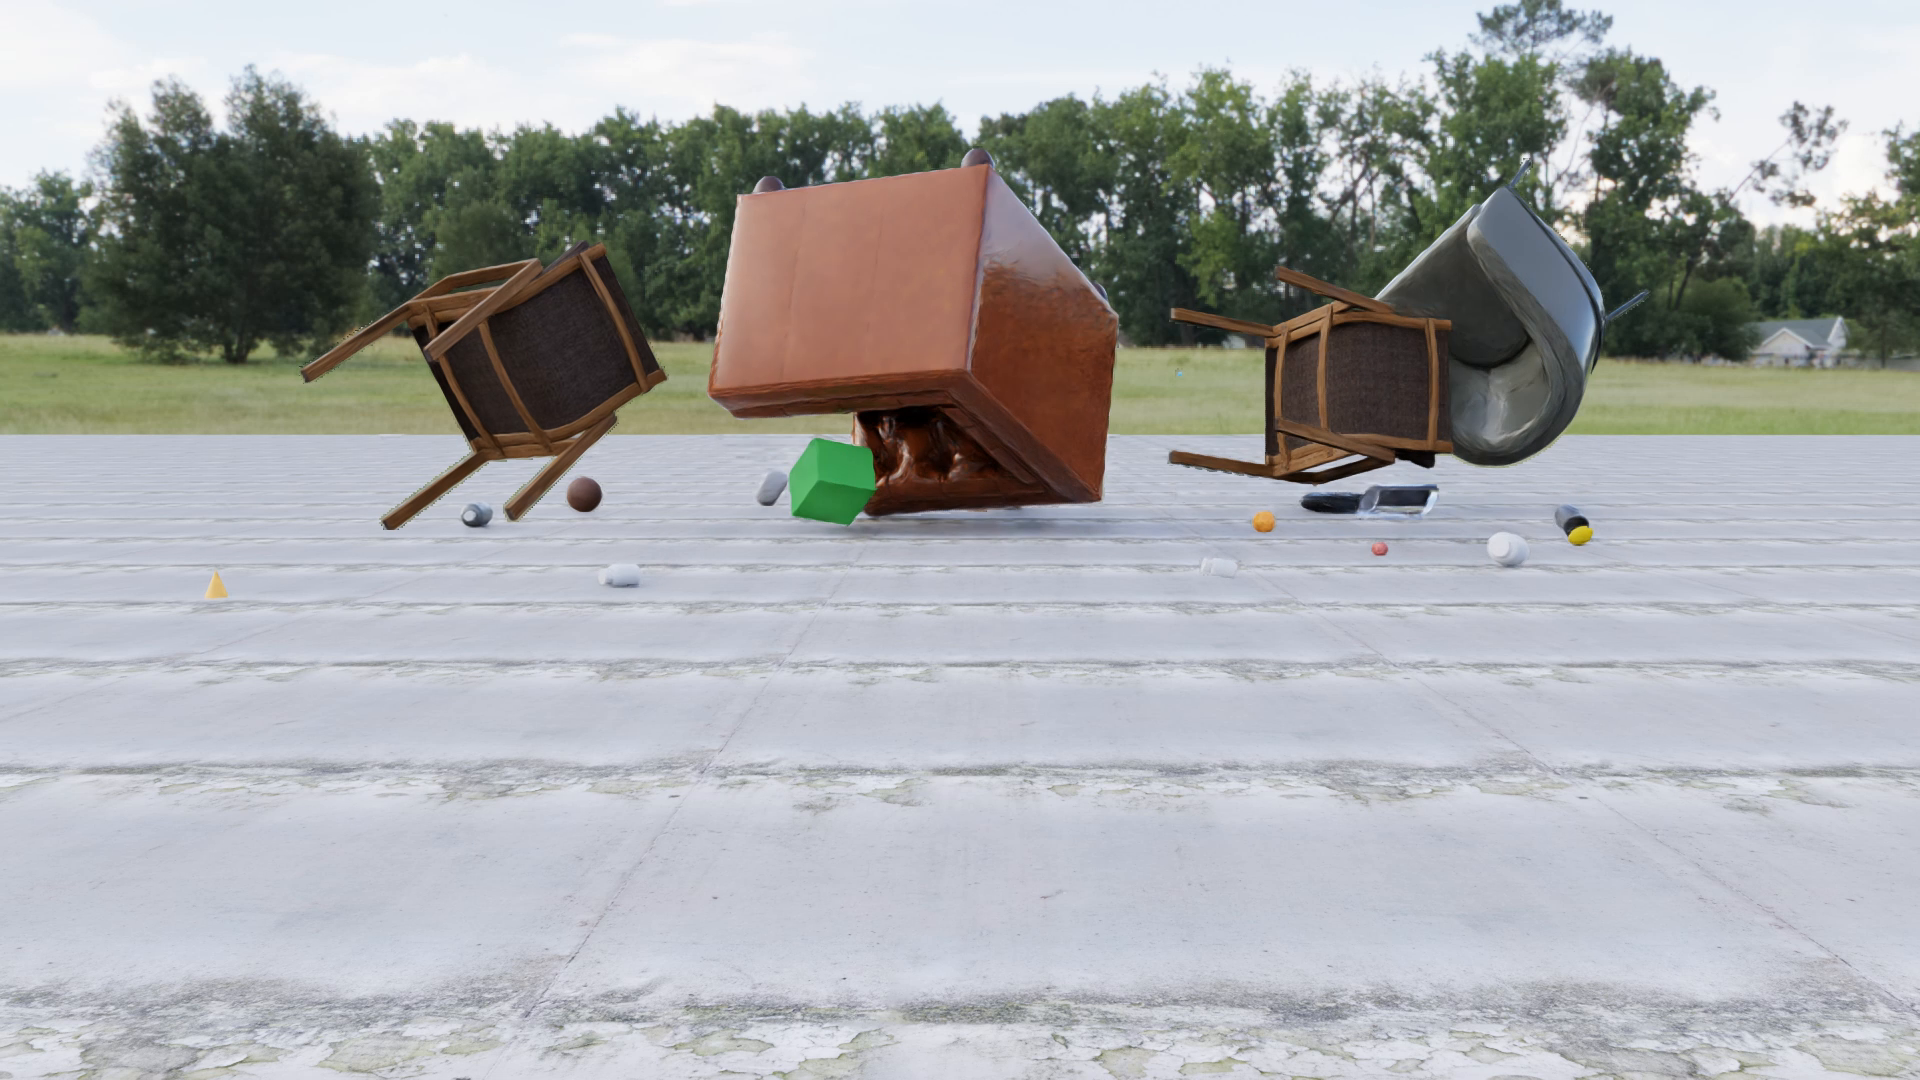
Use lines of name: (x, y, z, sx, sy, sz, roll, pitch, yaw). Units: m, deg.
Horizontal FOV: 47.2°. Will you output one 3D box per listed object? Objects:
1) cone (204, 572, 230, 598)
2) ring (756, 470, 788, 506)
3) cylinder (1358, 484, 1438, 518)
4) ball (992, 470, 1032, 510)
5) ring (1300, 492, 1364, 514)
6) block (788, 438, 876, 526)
cone: (-1.600, 0.094, 4.732, 0.051, 0.062, 0.057, 1, 4, 11)
ring: (-0.716, -0.196, 8.370, 0.078, 0.150, 0.094, 33, -1, -1)
cylinder: (1.272, -0.114, 6.392, 0.176, 0.072, 0.192, 0, -21, -10)
ball: (0.195, -0.190, 8.217, 0.150, 0.150, 0.150, 0, 4, 0)
ring: (1.426, -0.137, 8.060, 0.389, 0.066, 0.314, -1, 5, -33)
block: (-0.401, -0.181, 6.878, 0.197, 0.160, 0.204, 10, -36, -26)
